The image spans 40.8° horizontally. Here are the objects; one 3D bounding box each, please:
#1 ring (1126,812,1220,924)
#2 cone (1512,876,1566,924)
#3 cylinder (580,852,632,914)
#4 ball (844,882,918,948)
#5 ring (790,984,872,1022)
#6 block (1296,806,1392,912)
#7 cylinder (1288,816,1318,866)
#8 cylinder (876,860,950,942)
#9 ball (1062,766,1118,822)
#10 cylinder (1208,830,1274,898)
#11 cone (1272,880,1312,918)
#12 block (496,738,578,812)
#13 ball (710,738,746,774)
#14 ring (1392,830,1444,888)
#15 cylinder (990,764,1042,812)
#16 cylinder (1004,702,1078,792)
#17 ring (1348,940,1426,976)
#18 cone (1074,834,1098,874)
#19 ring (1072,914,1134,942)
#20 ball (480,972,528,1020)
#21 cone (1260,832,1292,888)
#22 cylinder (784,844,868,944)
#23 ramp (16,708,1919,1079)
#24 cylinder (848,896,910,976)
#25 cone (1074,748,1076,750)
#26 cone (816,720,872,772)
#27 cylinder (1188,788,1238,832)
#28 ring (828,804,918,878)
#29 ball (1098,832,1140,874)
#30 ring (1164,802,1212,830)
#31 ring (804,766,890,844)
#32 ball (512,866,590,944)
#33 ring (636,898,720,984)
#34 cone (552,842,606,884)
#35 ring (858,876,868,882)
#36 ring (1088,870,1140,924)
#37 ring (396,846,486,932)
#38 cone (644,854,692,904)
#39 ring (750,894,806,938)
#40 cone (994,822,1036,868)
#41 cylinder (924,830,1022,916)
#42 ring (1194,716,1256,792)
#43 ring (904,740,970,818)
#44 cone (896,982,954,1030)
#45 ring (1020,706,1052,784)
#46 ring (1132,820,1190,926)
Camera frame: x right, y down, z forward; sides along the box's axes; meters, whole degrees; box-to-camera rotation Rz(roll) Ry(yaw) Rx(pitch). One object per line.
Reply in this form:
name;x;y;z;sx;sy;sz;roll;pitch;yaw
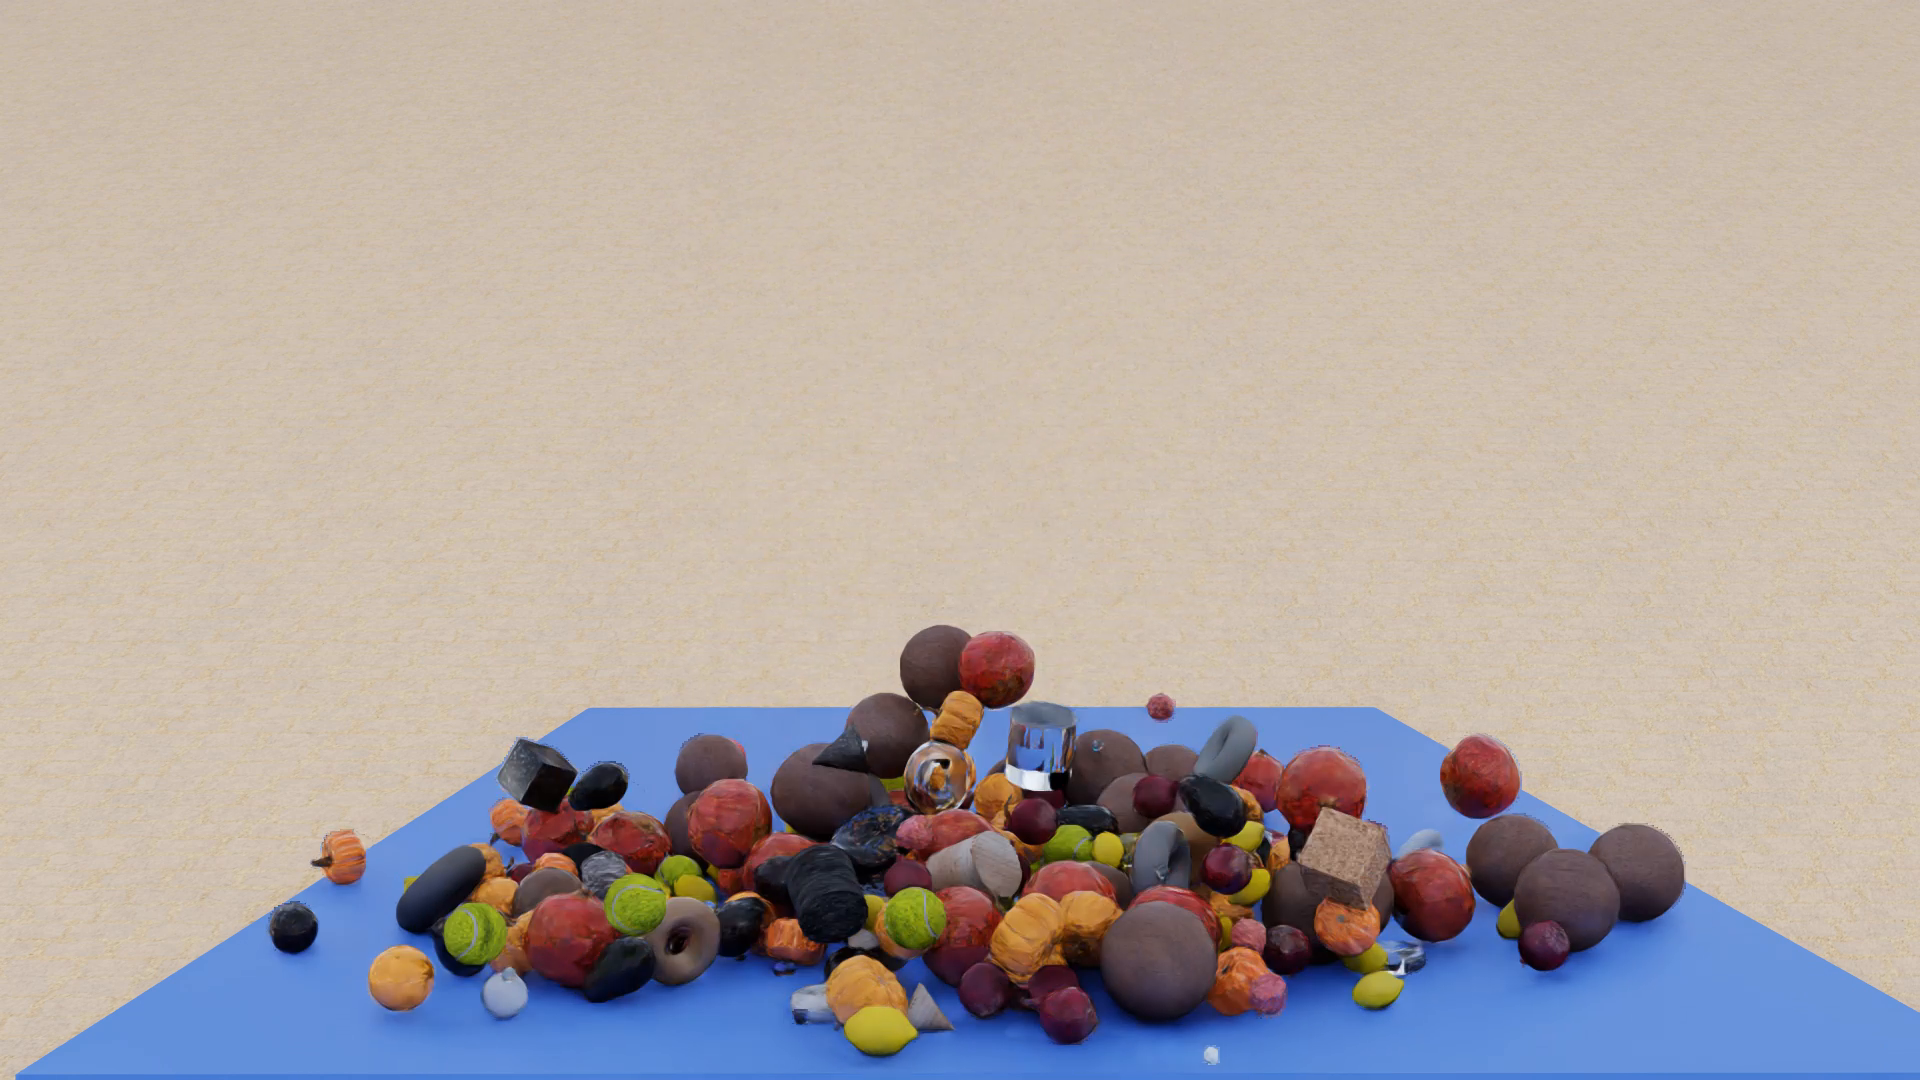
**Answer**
ring;0.267;0.412;3.232;0.146;0.146;0.049;-20;24;-36
cone;0.757;0.493;3.423;0.067;0.067;0.067;-29;36;-21
cylinder;-0.425;0.412;3.099;0.054;0.054;0.054;-6;46;-13
ball;-0.101;0.467;3.157;0.096;0.096;0.096;0;26;0
ring;-0.142;0.509;2.834;0.091;0.030;0.091;-1;2;0
block;0.443;0.367;2.967;0.076;0.076;0.076;18;65;26
cylinder;0.476;0.412;3.506;0.057;0.057;0.057;2;15;5
cylinder;-0.060;0.453;3.233;0.077;0.077;0.077;25;34;26
ball;0.223;0.435;4.408;0.094;0.094;0.094;0;26;0
cylinder;0.377;0.455;3.622;0.091;0.091;0.091;3;21;-33
cone;0.458;0.494;3.470;0.054;0.054;0.054;-14;35;-26
block;-0.624;0.348;3.808;0.071;0.071;0.071;24;10;-48
ball;-0.460;0.429;5.111;0.070;0.070;0.070;0;26;0
ring;0.658;0.457;3.705;0.094;0.094;0.031;-21;44;-36
cylinder;0.083;0.361;3.765;0.053;0.053;0.053;38;11;-27
cylinder;0.111;0.284;3.553;0.092;0.092;0.092;4;22;-2
ring;0.513;0.501;3.095;0.093;0.031;0.093;-1;1;0
cone;0.198;0.468;3.860;0.058;0.058;0.058;0;1;0
ring;0.183;0.498;3.313;0.080;0.027;0.080;0;2;0
ball;-0.499;0.499;2.824;0.051;0.051;0.051;0;26;0
cone;0.451;0.480;3.705;0.090;0.090;0.090;-21;42;-37
cylinder;-0.153;0.404;2.945;0.080;0.080;0.080;-7;36;-15
ramp;0.058;0.528;4.565;2.000;0.100;4.000;0;1;0
cylinder;-0.099;0.470;3.055;0.068;0.068;0.068;-5;53;-10
cone;0.141;0.303;3.679;0.054;0.054;0.054;-12;26;2
cone;-0.162;0.282;3.363;0.069;0.069;0.069;-38;36;-10
cylinder;0.372;0.434;3.940;0.079;0.079;0.079;31;-7;4
ring;-0.110;0.380;3.253;0.122;0.041;0.122;-20;25;10
ball;0.229;0.434;3.428;0.091;0.091;0.091;0;26;0
ring;0.314;0.419;3.606;0.035;0.105;0.105;7;19;-34
ring;-0.155;0.372;3.576;0.129;0.043;0.129;10;64;-22
ball;-0.519;0.464;3.270;0.097;0.097;0.097;0;26;0
ring;-0.328;0.467;3.002;0.106;0.106;0.035;-14;18;-27
cone;-0.532;0.482;3.577;0.098;0.098;0.098;12;60;-21
ring;-0.176;0.474;3.764;0.098;0.033;0.098;11;-16;3
ring;0.201;0.458;3.303;0.079;0.026;0.079;13;44;-13
ring;-0.675;0.454;3.357;0.046;0.139;0.139;45;39;7
cone;-0.409;0.470;3.609;0.067;0.067;0.067;0;2;0
ring;-0.219;0.488;3.345;0.108;0.036;0.108;7;8;-1
cone;0.066;0.446;3.847;0.077;0.077;0.077;-7;63;15
cylinder;0.016;0.410;3.164;0.084;0.084;0.084;-28;7;36
ring;0.357;0.288;3.468;0.038;0.115;0.115;34;25;-9
ring;-0.032;0.335;3.614;0.111;0.111;0.037;-22;16;-38
cone;-0.030;0.512;2.763;0.058;0.058;0.058;27;30;5
ring;0.141;0.377;4.722;0.048;0.144;0.144;-5;25;5
ring;0.240;0.396;3.069;0.042;0.126;0.126;2;24;25
